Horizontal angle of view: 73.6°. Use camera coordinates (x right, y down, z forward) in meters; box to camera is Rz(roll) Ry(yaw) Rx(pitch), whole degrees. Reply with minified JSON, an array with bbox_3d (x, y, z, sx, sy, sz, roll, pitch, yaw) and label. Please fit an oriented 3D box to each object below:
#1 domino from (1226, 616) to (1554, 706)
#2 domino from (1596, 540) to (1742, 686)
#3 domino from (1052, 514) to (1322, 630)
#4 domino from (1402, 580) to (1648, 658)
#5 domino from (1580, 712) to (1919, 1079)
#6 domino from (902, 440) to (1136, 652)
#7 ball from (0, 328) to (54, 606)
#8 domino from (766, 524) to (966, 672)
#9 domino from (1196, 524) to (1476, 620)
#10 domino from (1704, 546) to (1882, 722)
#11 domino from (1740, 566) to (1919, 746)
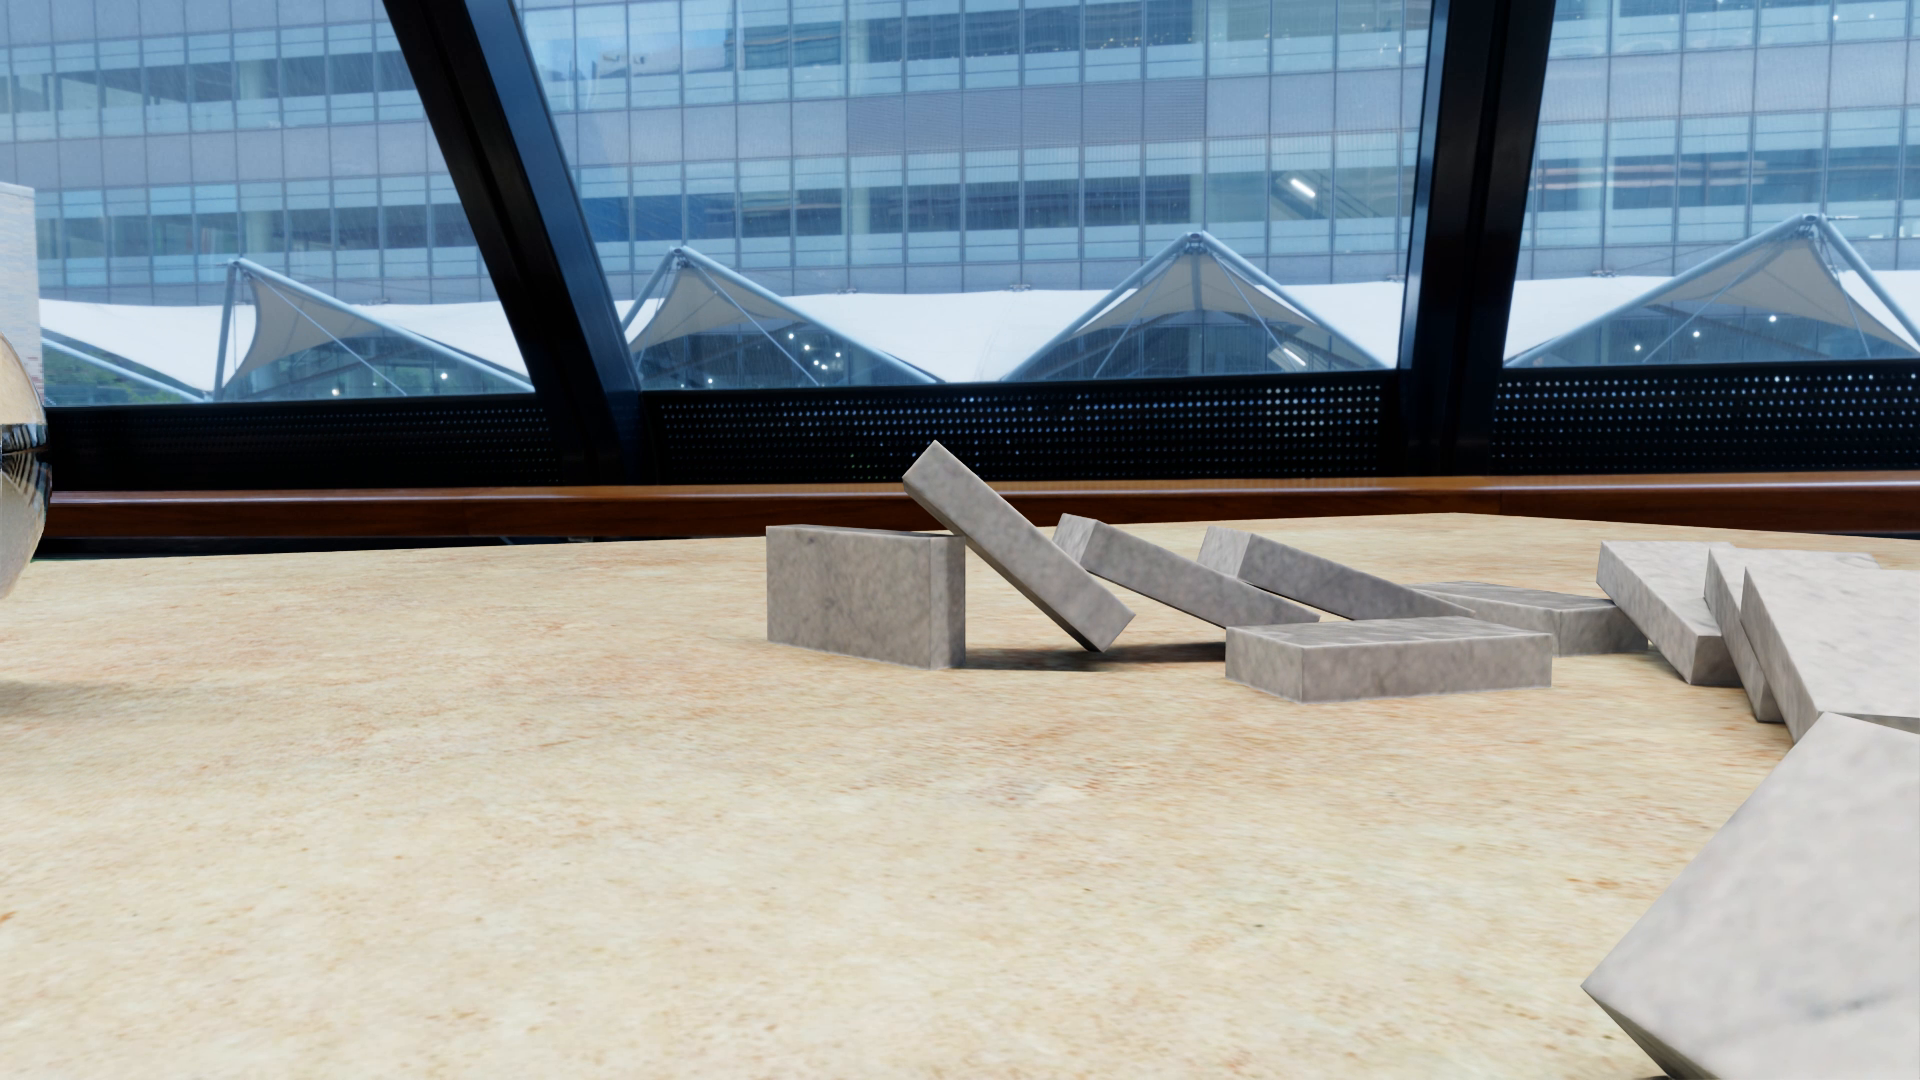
[{"bbox_3d":[0.076,0.021,0.228,0.050,0.009,0.025,-1,4,-18],"label":"domino"},{"bbox_3d":[0.145,0.013,0.247,0.025,0.009,0.050,1,19,8],"label":"domino"},{"bbox_3d":[0.045,0.009,0.261,0.050,0.009,0.025,22,0,-11],"label":"domino"},{"bbox_3d":[0.121,0.017,0.283,0.025,0.009,0.050,-2,5,-23],"label":"domino"},{"bbox_3d":[0.057,0.026,0.062,0.009,0.025,0.050,44,-3,-10],"label":"domino"},{"bbox_3d":[0.011,0.002,0.253,0.050,0.009,0.025,41,-4,2],"label":"domino"},{"bbox_3d":[-0.183,-0.012,0.190,0.080,0.080,0.080,0,4,0],"label":"ball"},{"bbox_3d":[-0.020,0.011,0.260,0.050,0.025,0.010,4,6,44],"label":"domino"},{"bbox_3d":[0.077,0.010,0.266,0.050,0.009,0.025,19,1,-9],"label":"domino"},{"bbox_3d":[0.142,0.015,0.212,0.025,0.009,0.050,3,21,20],"label":"domino"},{"bbox_3d":[0.128,0.018,0.179,0.025,0.009,0.050,2,21,21],"label":"domino"}]
